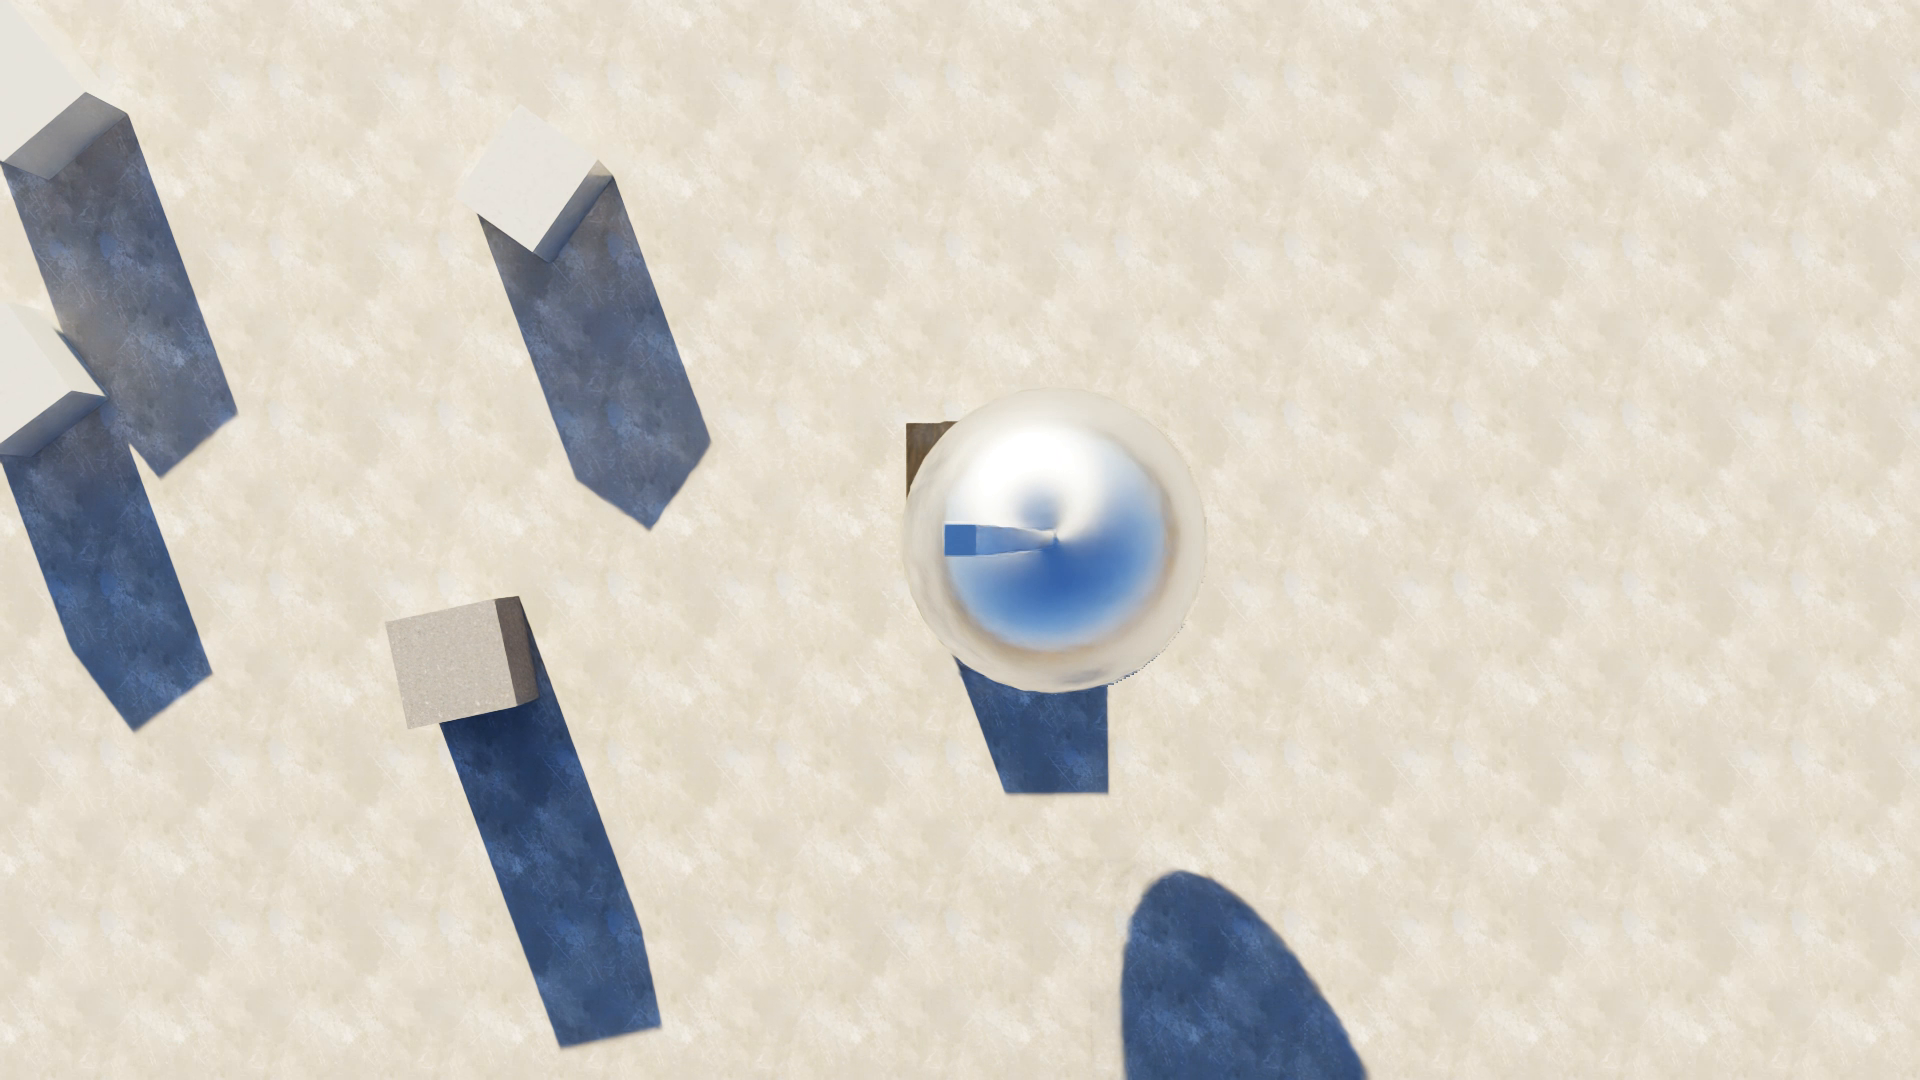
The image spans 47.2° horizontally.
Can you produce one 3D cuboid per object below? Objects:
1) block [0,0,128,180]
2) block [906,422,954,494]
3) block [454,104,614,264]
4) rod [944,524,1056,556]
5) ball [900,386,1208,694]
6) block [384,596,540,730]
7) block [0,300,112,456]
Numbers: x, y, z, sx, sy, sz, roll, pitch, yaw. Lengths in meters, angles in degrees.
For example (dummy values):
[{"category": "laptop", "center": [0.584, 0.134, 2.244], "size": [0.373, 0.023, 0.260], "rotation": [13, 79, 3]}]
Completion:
[{"category": "block", "center": [-5.379, -2.593, 12.684], "size": [0.612, 0.631, 0.703], "rotation": [-40, 90, 0]}, {"category": "block", "center": [0.003, -0.348, 12.727], "size": [0.613, 0.546, 0.642], "rotation": [-1, 90, 0]}, {"category": "block", "center": [-2.455, -2.048, 12.718], "size": [0.542, 0.564, 0.643], "rotation": [35, 90, 0]}, {"category": "rod", "center": [0.212, 0.000, 8.076], "size": [0.080, 5.200, 0.080], "rotation": [0, 90, 5]}, {"category": "ball", "center": [0.489, 0.000, 11.465], "size": [1.600, 1.600, 1.600], "rotation": [0, 90, 0]}, {"category": "block", "center": [-2.848, 0.695, 12.652], "size": [0.625, 0.696, 0.615], "rotation": [-12, 90, 0]}, {"category": "block", "center": [-5.445, -0.923, 12.708], "size": [0.590, 0.583, 0.635], "rotation": [-37, 90, 0]}]
